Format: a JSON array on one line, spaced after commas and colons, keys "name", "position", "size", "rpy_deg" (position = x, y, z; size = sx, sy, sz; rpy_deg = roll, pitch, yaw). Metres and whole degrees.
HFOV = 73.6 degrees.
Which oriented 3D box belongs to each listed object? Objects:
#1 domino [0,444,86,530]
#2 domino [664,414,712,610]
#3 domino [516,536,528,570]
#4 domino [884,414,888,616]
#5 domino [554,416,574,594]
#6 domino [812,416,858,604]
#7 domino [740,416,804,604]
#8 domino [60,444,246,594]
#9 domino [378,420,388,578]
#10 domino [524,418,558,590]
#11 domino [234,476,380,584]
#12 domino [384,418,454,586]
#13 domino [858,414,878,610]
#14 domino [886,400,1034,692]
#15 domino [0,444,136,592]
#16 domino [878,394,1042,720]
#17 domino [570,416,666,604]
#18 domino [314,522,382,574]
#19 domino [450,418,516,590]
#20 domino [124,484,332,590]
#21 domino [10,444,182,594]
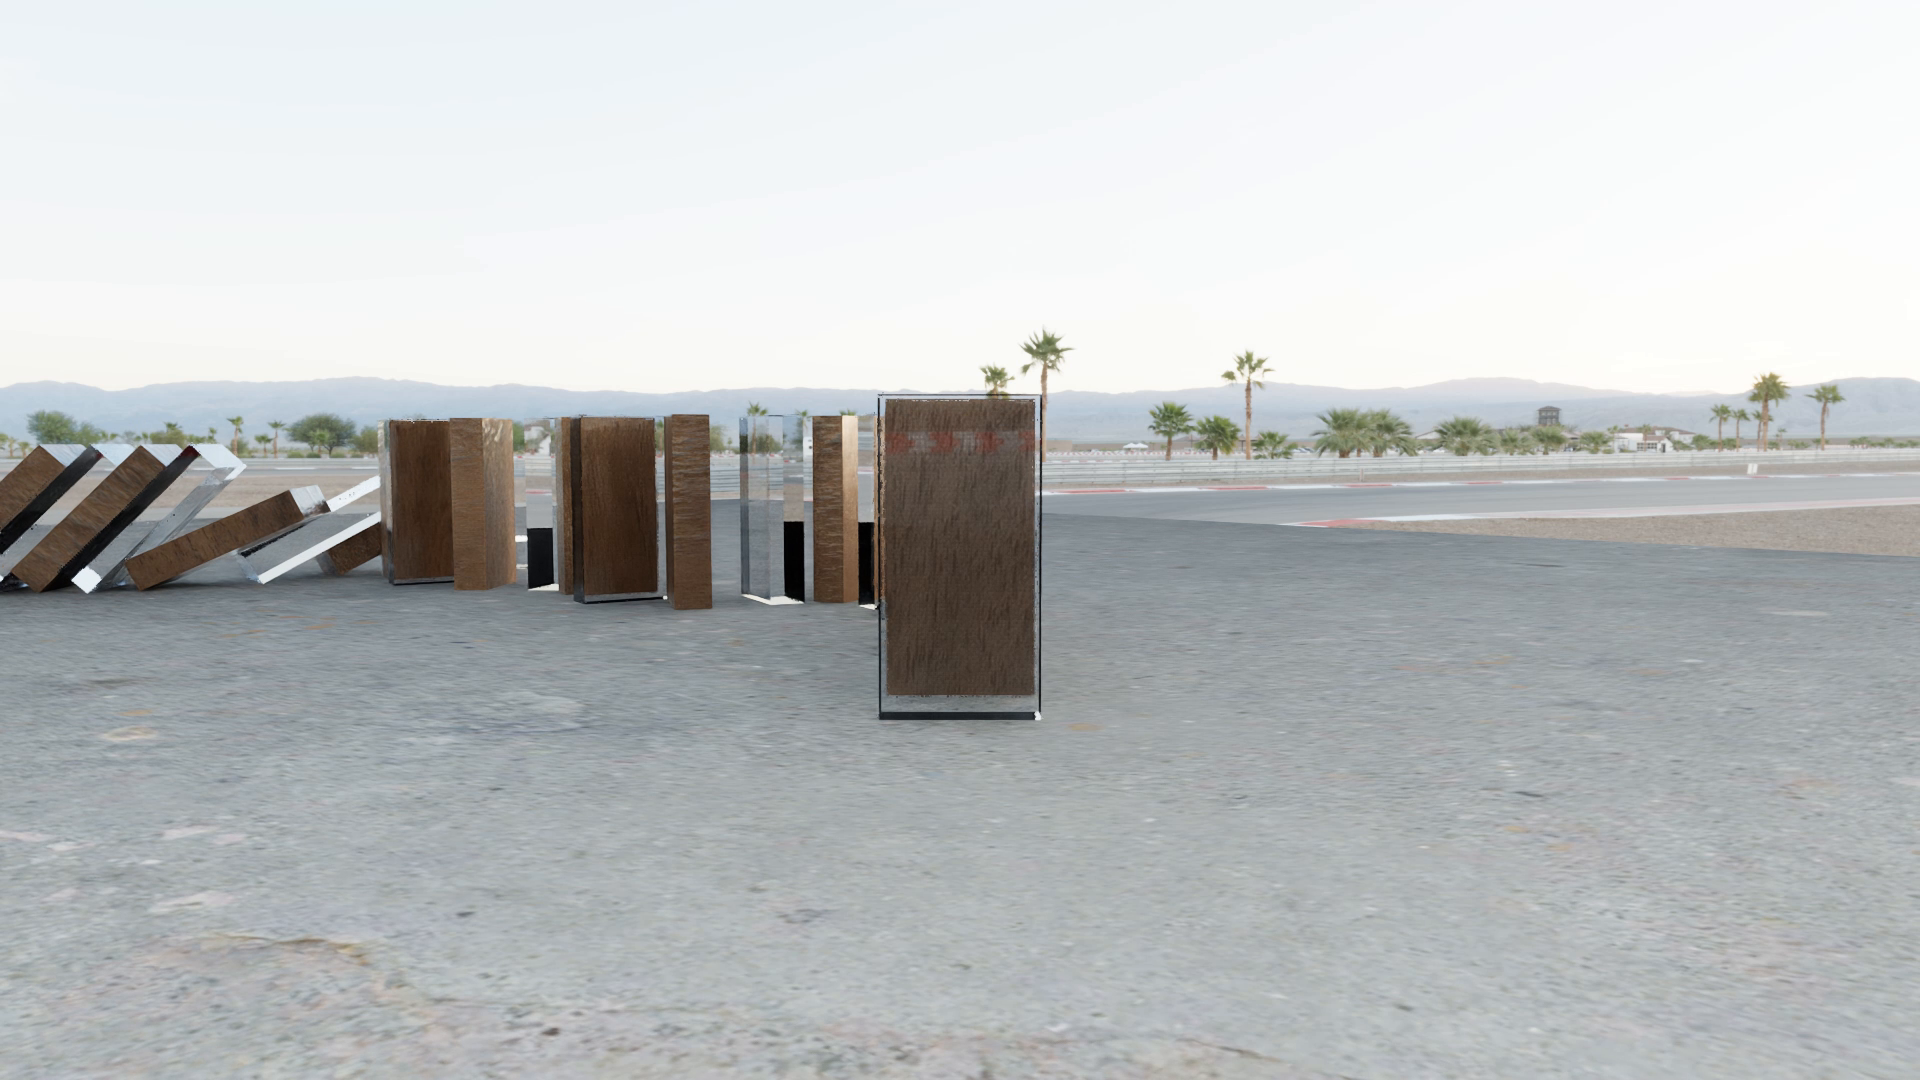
[{"name": "domino", "position": [-0.277, -0.007, 0.374], "size": [0.009, 0.050, 0.025], "rpy_deg": [45, -5, -11]}, {"name": "domino", "position": [-0.072, -0.008, 0.340], "size": [0.009, 0.050, 0.025], "rpy_deg": [-1, 4, -17]}, {"name": "domino", "position": [-0.167, 0.005, 0.440], "size": [0.050, 0.010, 0.025], "rpy_deg": [-3, 5, -31]}, {"name": "domino", "position": [-0.005, -0.006, 0.316], "size": [0.025, 0.050, 0.009], "rpy_deg": [-1, 4, -14]}, {"name": "domino", "position": [-0.102, -0.010, 0.370], "size": [0.025, 0.050, 0.009], "rpy_deg": [-2, 5, -28]}, {"name": "domino", "position": [-0.030, -0.009, 0.354], "size": [0.009, 0.050, 0.025], "rpy_deg": [2, 5, 26]}, {"name": "domino", "position": [-0.052, -0.009, 0.351], "size": [0.010, 0.050, 0.025], "rpy_deg": [-2, 5, -28]}, {"name": "domino", "position": [-0.237, -0.007, 0.379], "size": [0.010, 0.050, 0.025], "rpy_deg": [45, -5, -11]}, {"name": "domino", "position": [-0.173, -0.013, 0.414], "size": [0.025, 0.050, 0.009], "rpy_deg": [-3, 5, -35]}, {"name": "domino", "position": [-0.119, -0.011, 0.384], "size": [0.010, 0.050, 0.025], "rpy_deg": [1, 4, 10]}, {"name": "domino", "position": [-0.205, -0.004, 0.411], "size": [0.050, 0.009, 0.025], "rpy_deg": [-36, 25, -31]}, {"name": "domino", "position": [-0.162, -0.012, 0.394], "size": [0.025, 0.050, 0.010], "rpy_deg": [-3, 5, -33]}, {"name": "domino", "position": [-0.013, -0.008, 0.338], "size": [0.025, 0.050, 0.010], "rpy_deg": [-2, 5, -30]}, {"name": "domino", "position": [0.000, 0.001, 0.224], "size": [0.025, 0.050, 0.010], "rpy_deg": [0, 4, 0]}, {"name": "domino", "position": [-0.264, -0.007, 0.377], "size": [0.010, 0.050, 0.025], "rpy_deg": [45, -5, -11]}, {"name": "domino", "position": [0.000, 0.002, 0.201], "size": [0.025, 0.050, 0.010], "rpy_deg": [0, 4, 0]}, {"name": "domino", "position": [-0.092, -0.009, 0.349], "size": [0.025, 0.050, 0.010], "rpy_deg": [-3, 5, -34]}, {"name": "domino", "position": [-0.188, -0.005, 0.428], "size": [0.050, 0.009, 0.025], "rpy_deg": [-34, 21, -32]}, {"name": "domino", "position": [-0.142, -0.011, 0.384], "size": [0.010, 0.050, 0.025], "rpy_deg": [0, 4, 0]}, {"name": "domino", "position": [-0.218, -0.001, 0.385], "size": [0.050, 0.009, 0.025], "rpy_deg": [-25, 9, -6]}, {"name": "domino", "position": [-0.251, -0.007, 0.378], "size": [0.010, 0.050, 0.025], "rpy_deg": [45, -5, -11]}]
